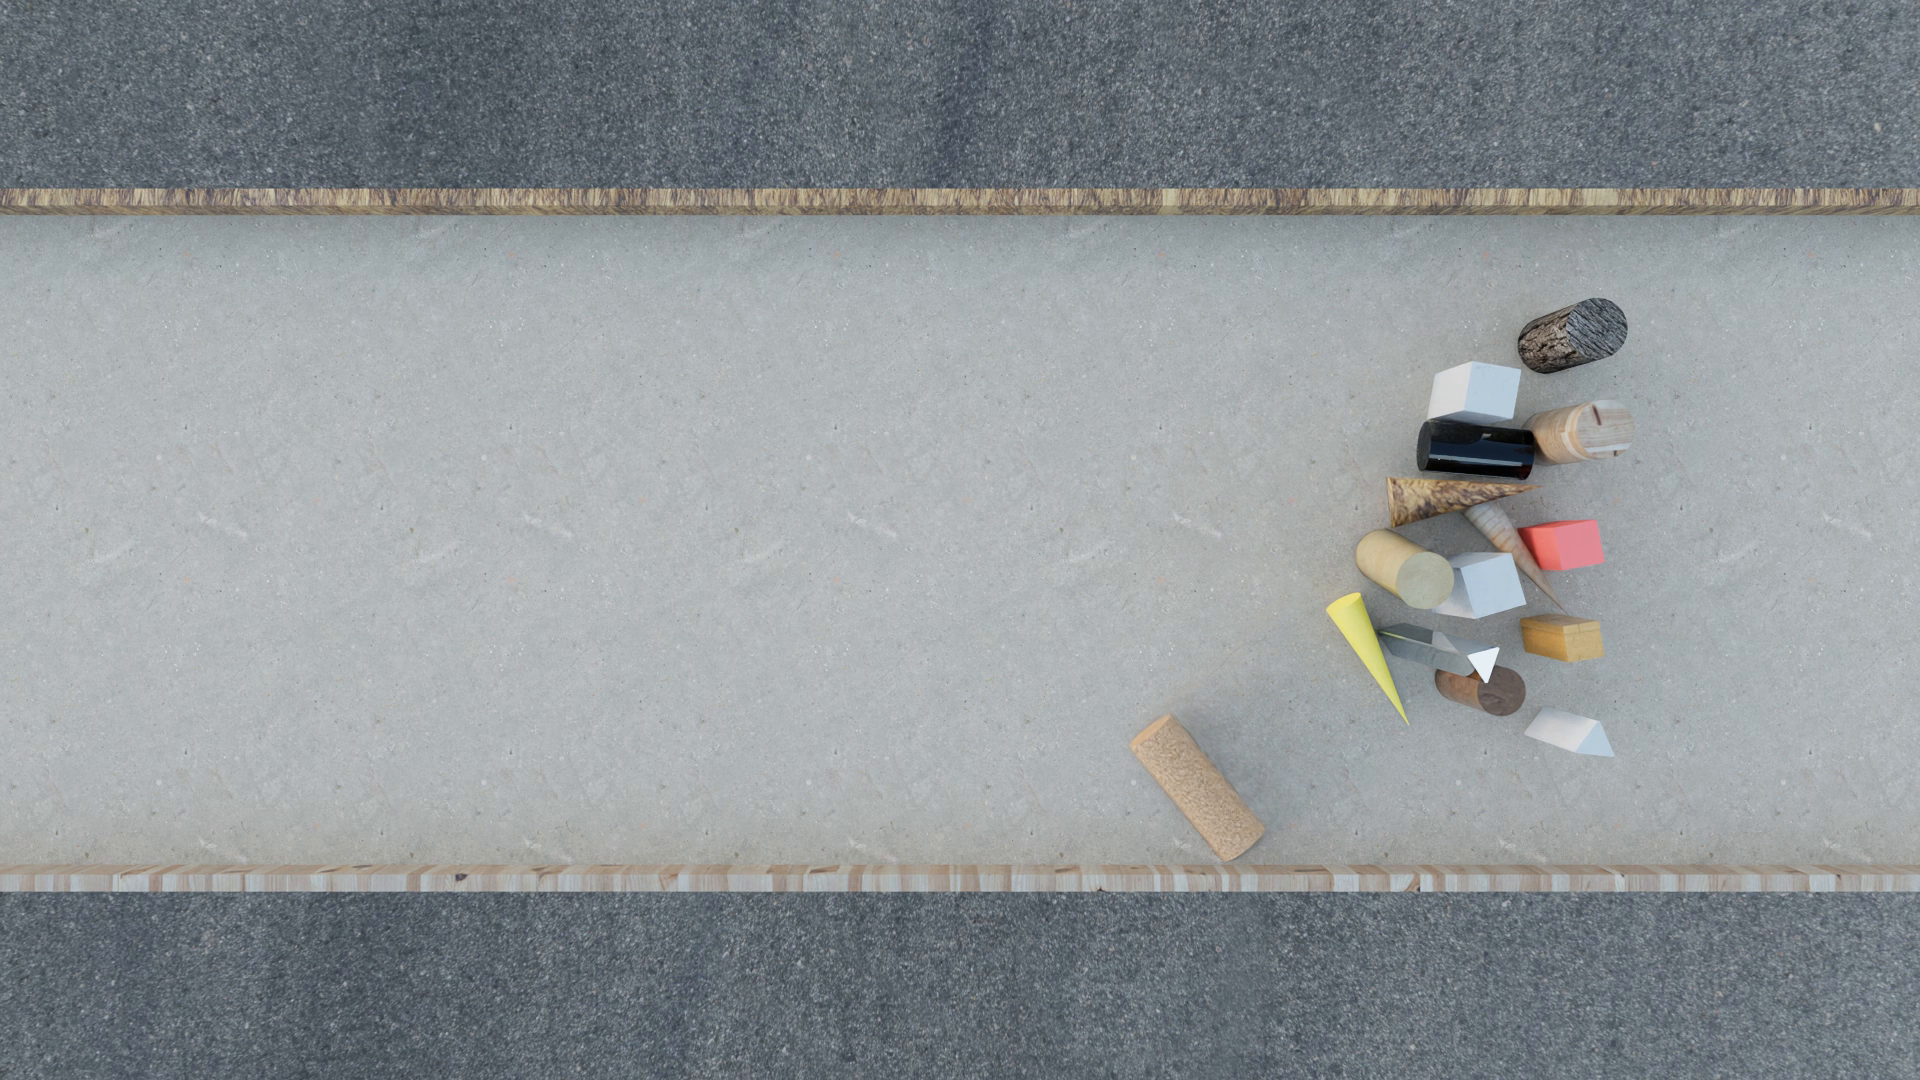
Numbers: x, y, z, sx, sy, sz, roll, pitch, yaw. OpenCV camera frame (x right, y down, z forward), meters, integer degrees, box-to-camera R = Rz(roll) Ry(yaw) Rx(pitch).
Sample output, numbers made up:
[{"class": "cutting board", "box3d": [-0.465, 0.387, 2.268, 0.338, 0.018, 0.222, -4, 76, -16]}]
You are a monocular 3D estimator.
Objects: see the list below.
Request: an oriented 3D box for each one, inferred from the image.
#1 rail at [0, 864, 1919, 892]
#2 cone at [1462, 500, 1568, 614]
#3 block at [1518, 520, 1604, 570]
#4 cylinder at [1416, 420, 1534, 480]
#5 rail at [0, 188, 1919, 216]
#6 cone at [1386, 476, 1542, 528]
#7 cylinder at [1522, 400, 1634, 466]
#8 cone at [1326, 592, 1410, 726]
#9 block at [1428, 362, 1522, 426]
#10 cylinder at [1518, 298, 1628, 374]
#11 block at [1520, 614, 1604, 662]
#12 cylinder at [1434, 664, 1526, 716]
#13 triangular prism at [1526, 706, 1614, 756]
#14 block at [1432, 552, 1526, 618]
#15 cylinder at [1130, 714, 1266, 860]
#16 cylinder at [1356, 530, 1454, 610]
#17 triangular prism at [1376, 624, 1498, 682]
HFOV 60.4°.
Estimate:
[{"class": "rail", "box3d": [-2.247, 1.025, 5.001, 12.000, 0.150, 0.050, 0, 90, 0]}, {"class": "cone", "box3d": [1.692, 0.058, 4.957, 0.114, 0.114, 0.440, -35, 73, 0]}, {"class": "block", "box3d": [1.789, 0.015, 4.921, 0.126, 0.311, 0.126, -11, 90, 0]}, {"class": "cylinder", "box3d": [1.561, -0.270, 5.000, 0.310, 0.154, 0.154, 5, 90, 0]}, {"class": "rail", "box3d": [-2.247, -1.025, 5.002, 12.000, 0.150, 0.050, 0, 90, 0]}, {"class": "cone", "box3d": [1.519, -0.137, 4.946, 0.454, 0.158, 0.158, -6, 90, 14]}, {"class": "cylinder", "box3d": [1.815, -0.313, 4.868, 0.169, 0.407, 0.169, 0, 90, -3]}, {"class": "cone", "box3d": [1.276, 0.383, 5.048, 0.113, 0.113, 0.448, -29, 97, 0]}, {"class": "block", "box3d": [1.520, -0.429, 4.892, 0.142, 0.370, 0.142, 10, 90, 0]}, {"class": "cylinder", "box3d": [1.803, -0.599, 4.873, 0.175, 0.407, 0.175, 0, 90, 0]}, {"class": "block", "box3d": [1.783, 0.288, 4.896, 0.104, 0.359, 0.104, -9, 91, 0]}, {"class": "cylinder", "box3d": [1.536, 0.429, 4.885, 0.141, 0.378, 0.141, 0, 91, -2]}, {"class": "triangular prism", "box3d": [1.796, 0.557, 4.864, 0.108, 0.425, 0.094, 7, 90, 0]}, {"class": "block", "box3d": [1.506, 0.130, 4.867, 0.150, 0.420, 0.150, -16, 90, 0]}, {"class": "cylinder", "box3d": [0.720, 0.747, 4.997, 0.160, 0.160, 0.444, -40, 90, 0]}, {"class": "cylinder", "box3d": [1.300, 0.081, 4.844, 0.164, 0.446, 0.164, 0, 99, -1]}, {"class": "triangular prism", "box3d": [1.414, 0.310, 4.861, 0.090, 0.443, 0.104, -42, 108, -11]}]
